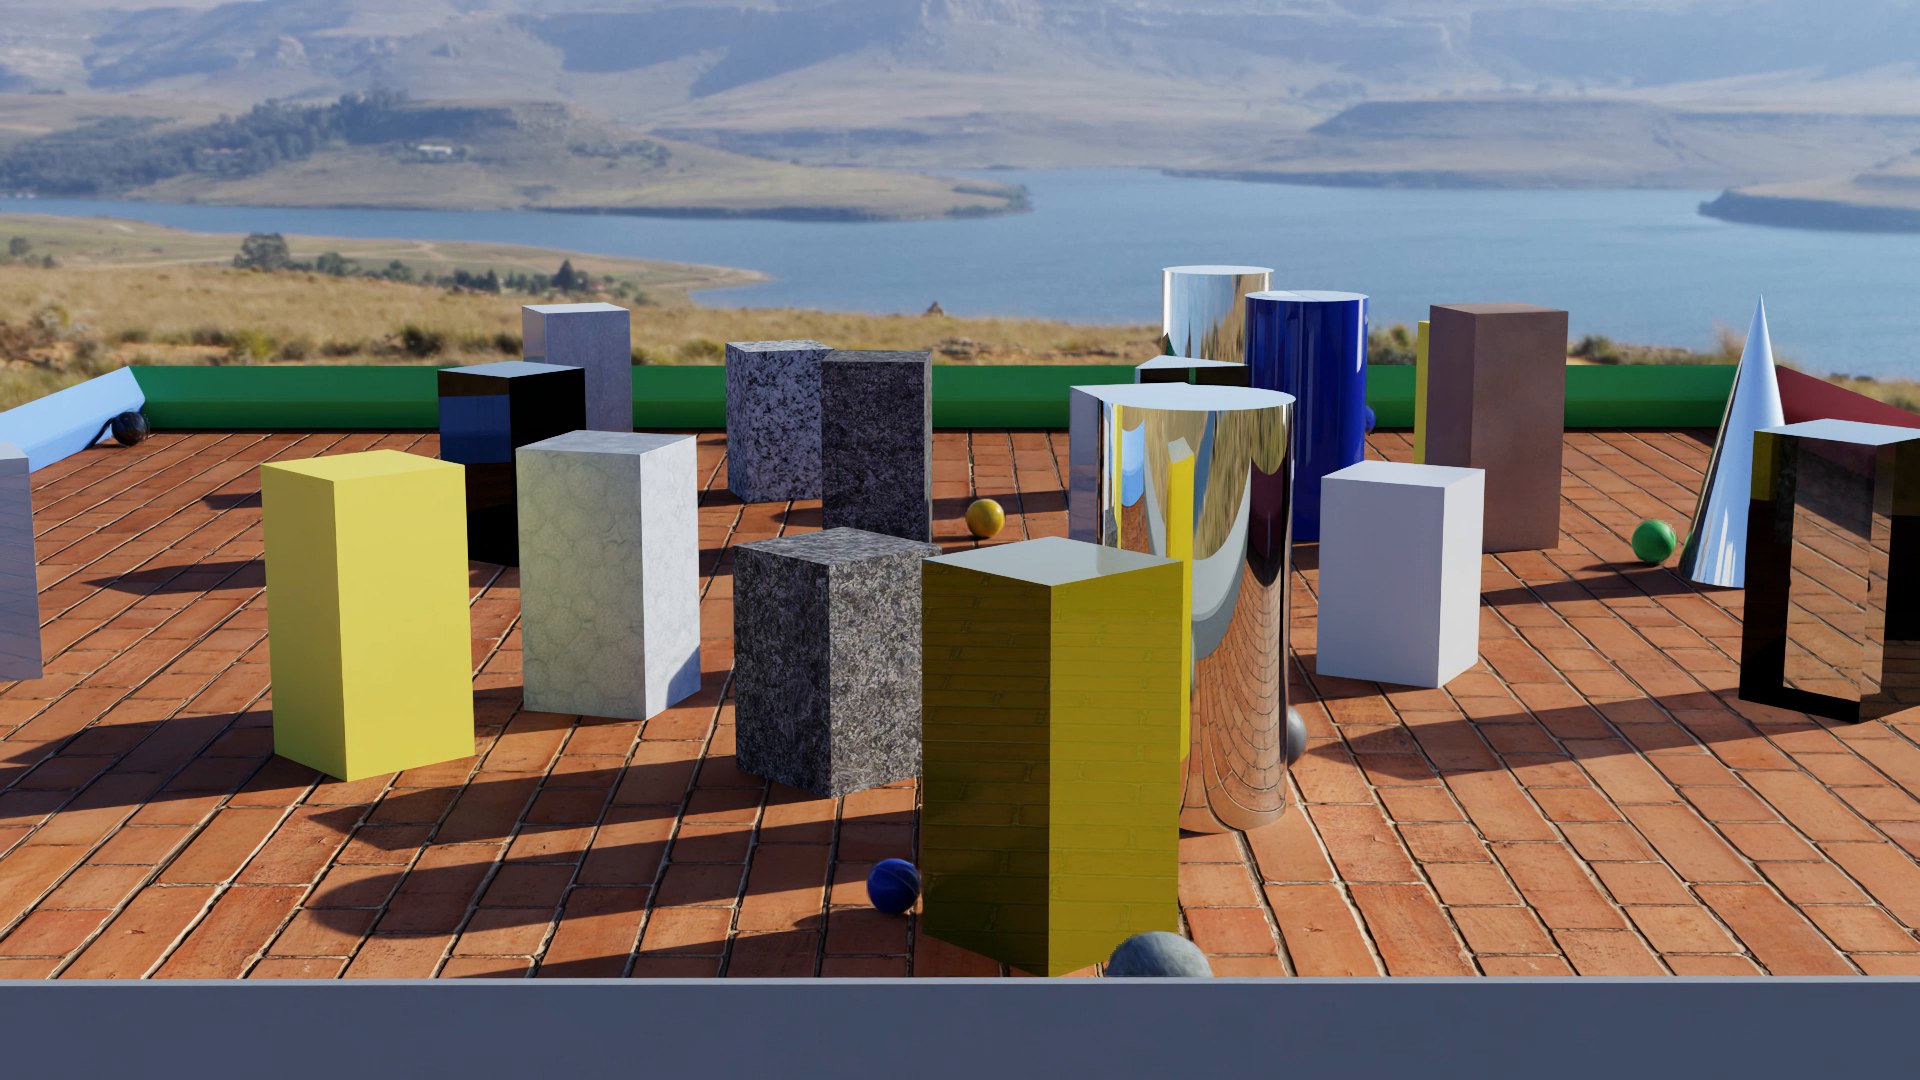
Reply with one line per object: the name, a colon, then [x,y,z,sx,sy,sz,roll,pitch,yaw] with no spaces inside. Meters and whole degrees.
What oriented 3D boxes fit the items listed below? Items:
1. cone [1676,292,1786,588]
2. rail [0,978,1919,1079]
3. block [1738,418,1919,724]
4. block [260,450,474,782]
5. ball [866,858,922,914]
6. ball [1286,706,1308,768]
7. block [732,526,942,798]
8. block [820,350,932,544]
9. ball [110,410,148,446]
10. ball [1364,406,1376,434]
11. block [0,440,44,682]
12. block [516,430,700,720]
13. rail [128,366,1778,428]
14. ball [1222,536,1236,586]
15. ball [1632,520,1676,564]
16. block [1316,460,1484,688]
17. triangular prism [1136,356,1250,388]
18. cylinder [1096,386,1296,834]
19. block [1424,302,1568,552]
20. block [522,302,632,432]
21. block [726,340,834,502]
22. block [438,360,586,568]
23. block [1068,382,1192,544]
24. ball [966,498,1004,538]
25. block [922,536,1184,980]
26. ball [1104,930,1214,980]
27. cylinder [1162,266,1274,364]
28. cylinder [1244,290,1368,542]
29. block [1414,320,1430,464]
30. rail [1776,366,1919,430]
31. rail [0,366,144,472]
cone: [1.129,-0.150,3.656,0.190,0.408,0.190,0,11,0]
rail: [0.010,0.350,1.743,3.328,0.124,0.045,0,11,0]
block: [1.010,0.031,2.937,0.152,0.314,0.152,-9,14,-40]
block: [-0.624,0.075,2.708,0.152,0.313,0.152,-10,14,-42]
ball: [-0.057,0.300,2.223,0.048,0.048,0.048,0,11,0]
ball: [0.324,0.204,2.669,0.073,0.073,0.073,0,11,0]
block: [-0.126,0.122,2.655,0.152,0.238,0.152,-10,14,-43]
block: [-0.123,-0.131,3.862,0.152,0.294,0.152,1,11,4]
ball: [-1.600,-0.216,4.941,0.067,0.067,0.067,0,11,0]
ball: [0.789,-0.237,5.066,0.063,0.063,0.063,0,11,0]
block: [-1.201,0.028,3.081,0.152,0.267,0.152,-5,12,-27]
block: [-0.401,0.037,2.944,0.152,0.301,0.152,3,11,18]
rail: [-0.010,-0.286,5.156,3.328,0.124,0.045,0,11,0]
ball: [0.334,0.028,3.553,0.095,0.095,0.095,0,11,0]
ball: [1.020,0.003,3.774,0.063,0.063,0.063,0,11,0]
block: [0.533,0.038,3.103,0.152,0.240,0.152,6,12,28]
triangular prism: [0.307,-0.100,3.652,0.165,0.311,0.143,-3,11,-13]
cylinder: [0.228,0.063,2.509,0.190,0.408,0.190,0,11,0]
block: [0.815,-0.174,3.916,0.152,0.360,0.152,-3,11,-16]
block: [-0.673,-0.257,4.516,0.152,0.303,0.152,-5,11,-23]
block: [-0.306,-0.205,4.369,0.152,0.254,0.152,-3,11,-18]
block: [-0.665,-0.117,3.827,0.152,0.279,0.152,8,13,36]
block: [0.231,-0.024,3.209,0.152,0.324,0.152,-3,11,-15]
ball: [0.039,-0.034,3.979,0.061,0.061,0.061,0,11,0]
block: [0.076,0.175,2.140,0.152,0.323,0.152,-10,14,-42]
ball: [0.150,0.336,1.932,0.083,0.083,0.083,0,11,0]
cylinder: [0.440,-0.274,4.401,0.190,0.378,0.190,0,11,0]
cylinder: [0.536,-0.196,4.002,0.190,0.370,0.190,0,11,0]
block: [0.869,-0.214,4.297,0.152,0.298,0.152,-4,11,-22]
rail: [1.640,0.030,3.459,0.045,0.124,3.519,0,11,0]
rail: [-1.640,0.034,3.440,0.045,0.124,3.519,0,11,0]
